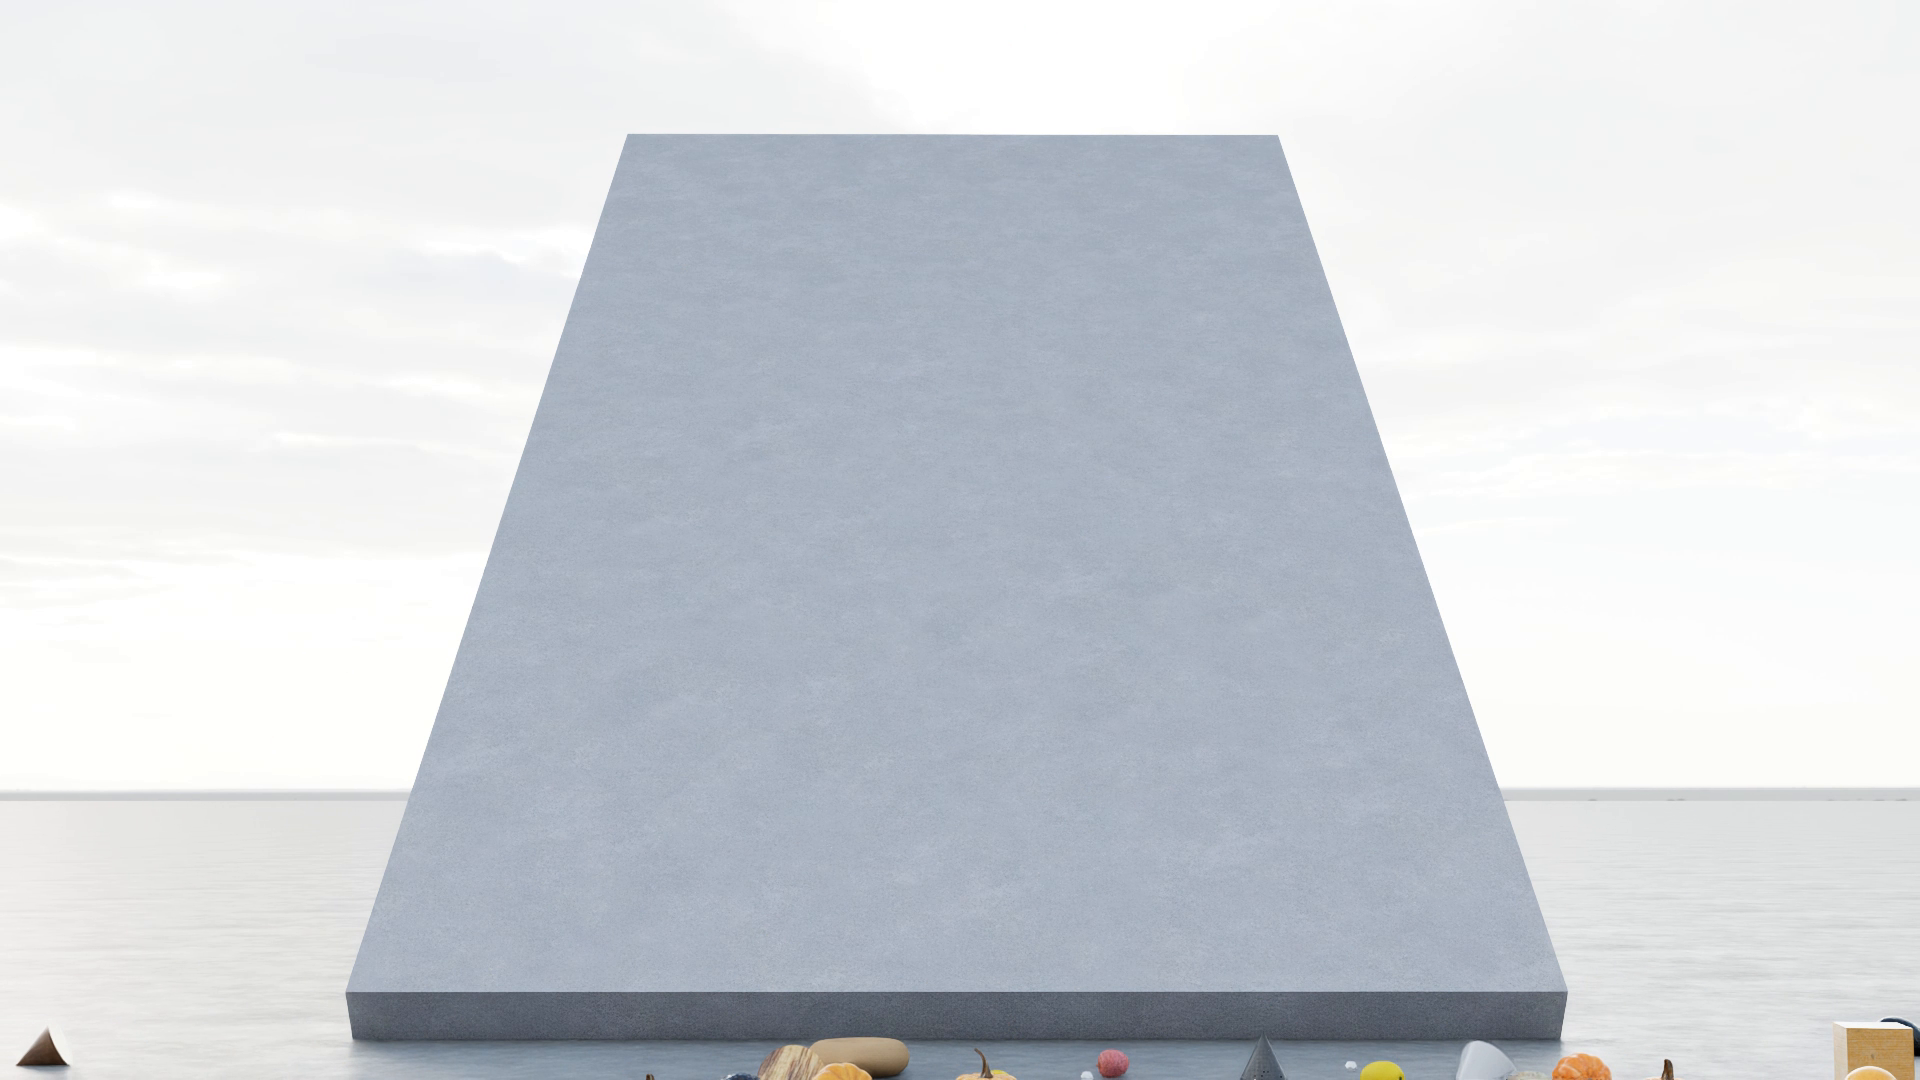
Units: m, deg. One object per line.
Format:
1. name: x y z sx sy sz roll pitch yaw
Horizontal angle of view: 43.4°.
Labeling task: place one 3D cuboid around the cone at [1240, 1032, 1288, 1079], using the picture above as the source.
1. cone: 0.398 0.690 3.157 0.094 0.094 0.094 0 -6 0

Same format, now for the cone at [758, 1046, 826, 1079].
1. cone: -0.213 0.715 3.134 0.088 0.088 0.088 0 -33 5

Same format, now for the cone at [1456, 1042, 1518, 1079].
1. cone: 0.654 0.710 3.100 0.095 0.095 0.095 -28 12 -35

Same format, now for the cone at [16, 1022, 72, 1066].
1. cone: -1.376 0.767 3.599 0.072 0.072 0.072 -26 -2 -9

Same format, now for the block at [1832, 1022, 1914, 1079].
1. block: 1.253 0.710 3.310 0.087 0.087 0.087 -1 -6 8

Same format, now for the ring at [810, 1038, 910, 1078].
1. ring: -0.147 0.747 3.481 0.149 0.050 0.149 -1 -7 0

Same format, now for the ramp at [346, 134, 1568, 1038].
1. ramp: -0.013 -0.211 5.705 2.000 0.100 4.000 0 30 0
